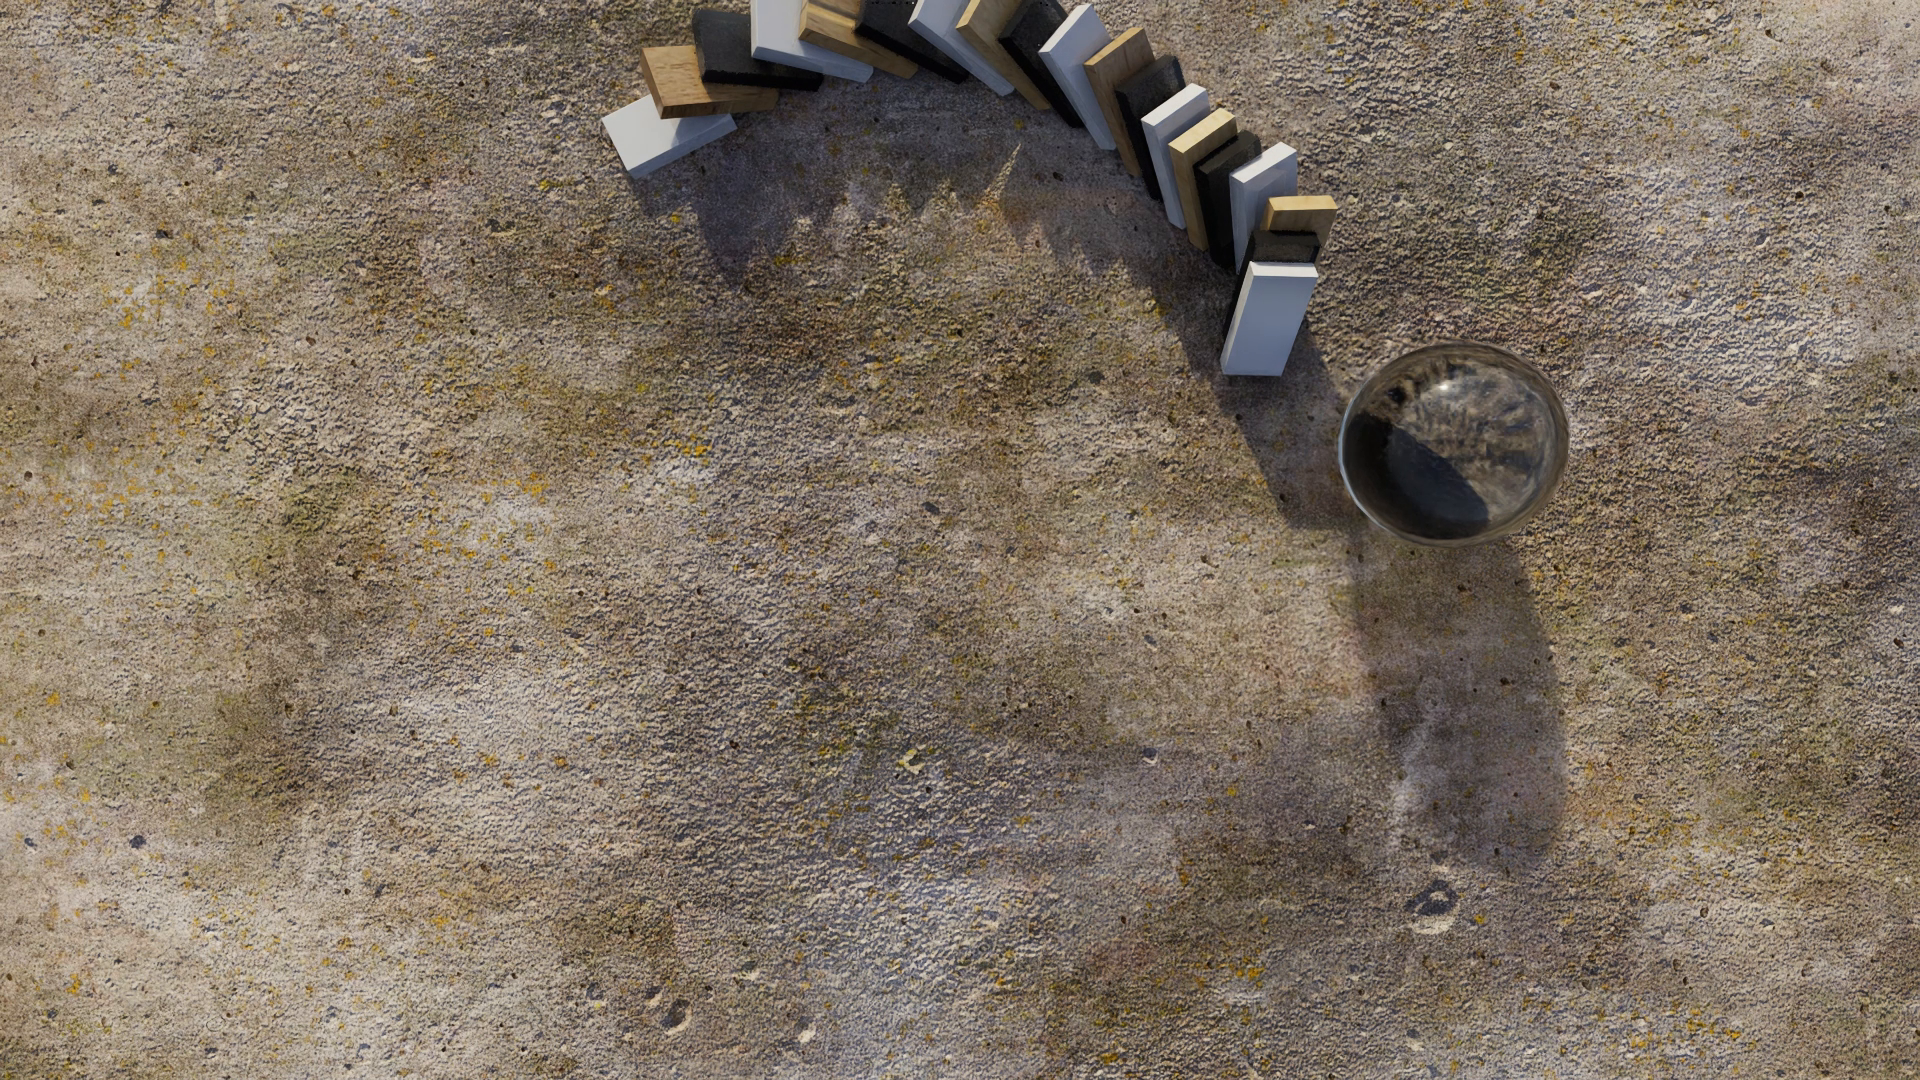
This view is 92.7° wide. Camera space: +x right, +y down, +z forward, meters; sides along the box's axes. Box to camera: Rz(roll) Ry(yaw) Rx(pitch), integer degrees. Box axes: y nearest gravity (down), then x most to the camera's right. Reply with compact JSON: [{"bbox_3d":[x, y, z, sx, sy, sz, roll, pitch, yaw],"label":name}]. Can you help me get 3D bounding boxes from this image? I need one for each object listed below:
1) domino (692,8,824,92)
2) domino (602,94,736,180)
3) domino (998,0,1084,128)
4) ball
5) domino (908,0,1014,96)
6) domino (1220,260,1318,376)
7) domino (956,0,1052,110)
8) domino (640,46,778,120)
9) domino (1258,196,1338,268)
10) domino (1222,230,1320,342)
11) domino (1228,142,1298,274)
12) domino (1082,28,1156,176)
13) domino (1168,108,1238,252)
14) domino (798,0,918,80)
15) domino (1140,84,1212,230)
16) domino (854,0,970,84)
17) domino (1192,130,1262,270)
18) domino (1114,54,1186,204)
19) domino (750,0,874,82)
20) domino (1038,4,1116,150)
[{"bbox_3d":[-0.084,-0.205,0.384,0.050,0.010,0.025,-9,89,-27],"label":"domino"},{"bbox_3d":[-0.125,-0.180,0.395,0.050,0.010,0.025,-27,90,0],"label":"domino"},{"bbox_3d":[0.041,-0.200,0.382,0.050,0.009,0.025,34,90,-36],"label":"domino"},{"bbox_3d":[0.192,-0.037,0.360,0.080,0.080,0.080,0,90,0],"label":"ball"},{"bbox_3d":[0.006,-0.213,0.384,0.050,0.010,0.025,24,90,-28],"label":"domino"},{"bbox_3d":[0.126,-0.090,0.378,0.025,0.050,0.010,2,51,0],"label":"domino"},{"bbox_3d":[0.025,-0.207,0.382,0.050,0.010,0.025,29,90,-34],"label":"domino"},{"bbox_3d":[-0.105,-0.193,0.384,0.050,0.010,0.025,-20,89,-28],"label":"domino"},{"bbox_3d":[0.134,-0.116,0.377,0.025,0.050,0.009,-2,51,-2],"label":"domino"},{"bbox_3d":[0.127,-0.102,0.378,0.025,0.050,0.010,2,51,0],"label":"domino"},{"bbox_3d":[0.125,-0.133,0.377,0.025,0.050,0.010,-32,50,-4],"label":"domino"},{"bbox_3d":[0.073,-0.182,0.382,0.025,0.010,0.050,-36,126,0],"label":"domino"},{"bbox_3d":[0.104,-0.147,0.378,0.025,0.050,0.009,-35,51,0],"label":"domino"},{"bbox_3d":[-0.041,-0.216,0.384,0.050,0.009,0.025,7,88,-27],"label":"domino"},{"bbox_3d":[0.094,-0.157,0.379,0.025,0.050,0.010,-35,46,0],"label":"domino"},{"bbox_3d":[-0.017,-0.215,0.384,0.050,0.010,0.025,14,90,-28],"label":"domino"},{"bbox_3d":[0.113,-0.139,0.378,0.025,0.050,0.010,-35,51,0],"label":"domino"},{"bbox_3d":[0.084,-0.170,0.380,0.025,0.010,0.050,-35,130,0],"label":"domino"},{"bbox_3d":[-0.062,-0.212,0.385,0.050,0.009,0.025,-1,90,-27],"label":"domino"},{"bbox_3d":[0.057,-0.191,0.381,0.025,0.009,0.050,-49,126,0],"label":"domino"}]
